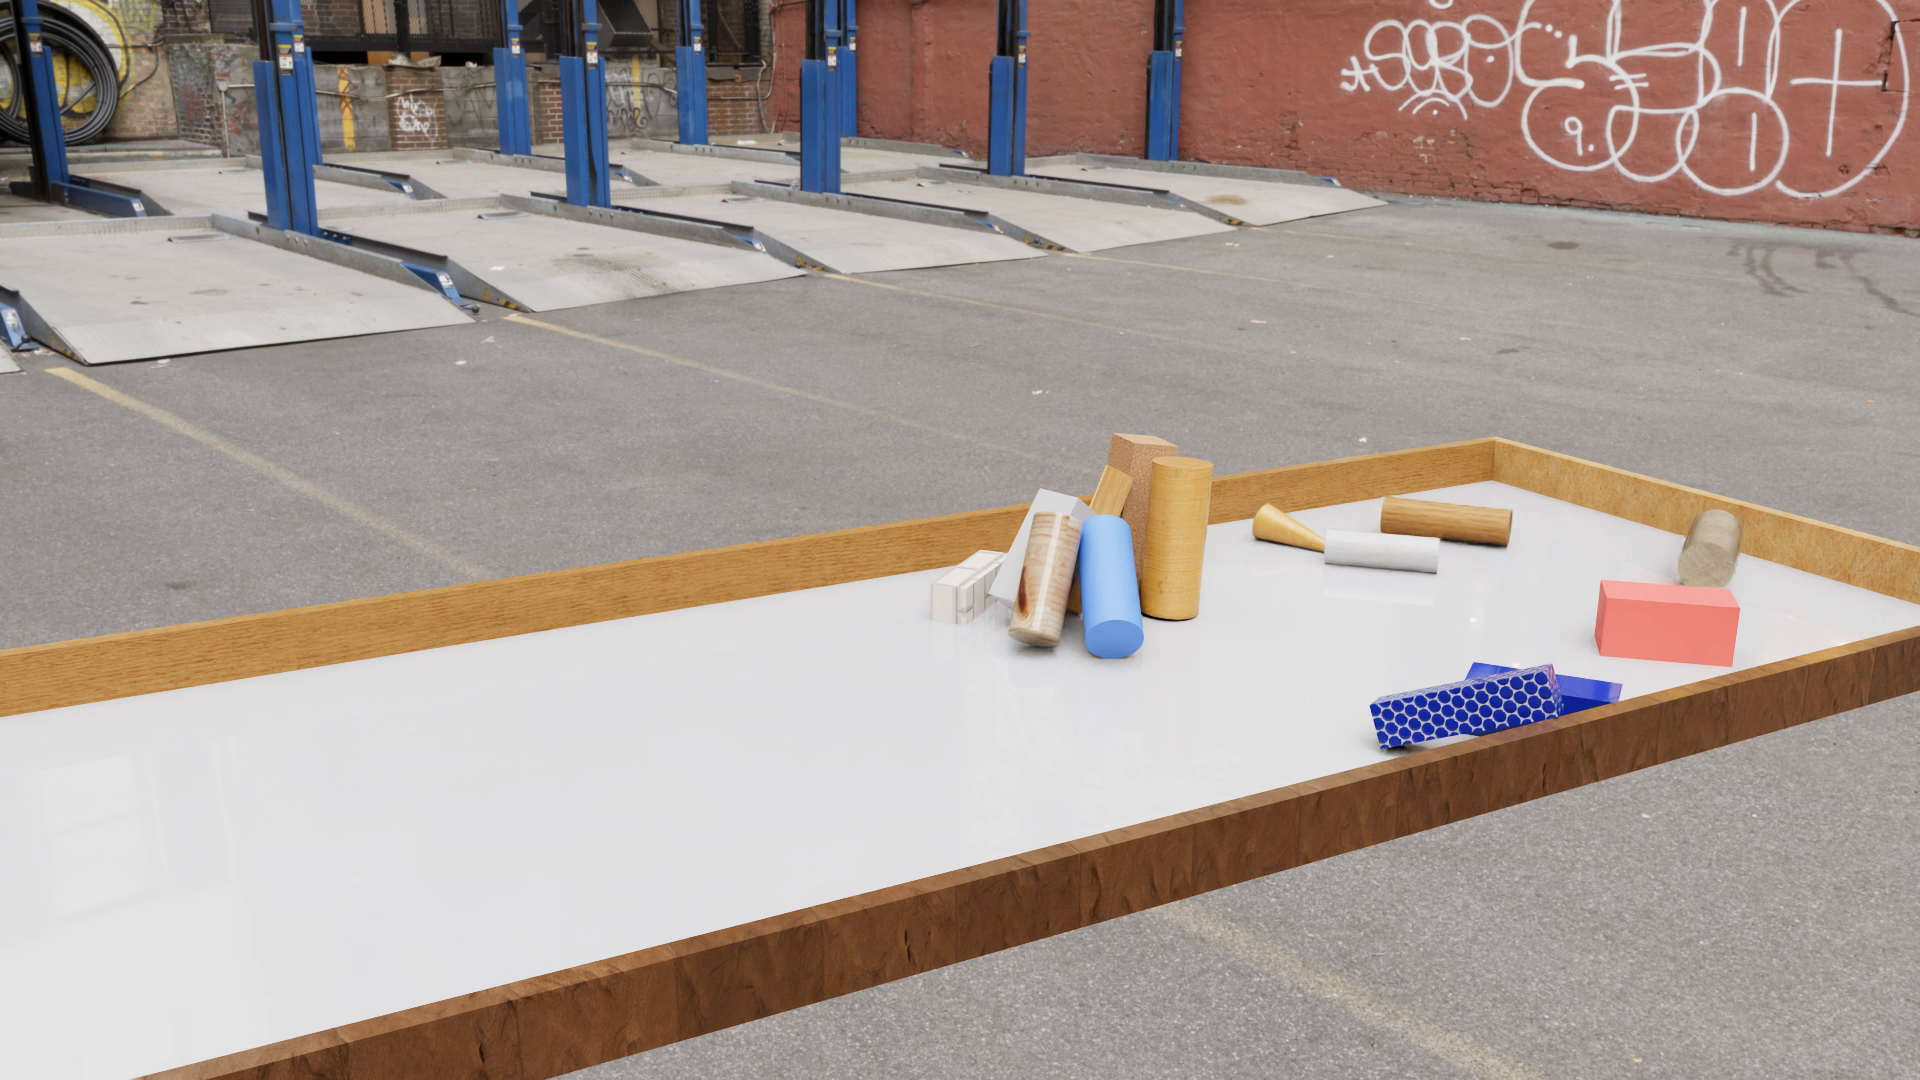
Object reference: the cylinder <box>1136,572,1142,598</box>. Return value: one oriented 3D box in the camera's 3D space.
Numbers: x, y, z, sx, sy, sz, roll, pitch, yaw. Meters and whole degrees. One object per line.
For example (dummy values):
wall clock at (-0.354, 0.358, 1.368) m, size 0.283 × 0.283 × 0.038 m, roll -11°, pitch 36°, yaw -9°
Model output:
cylinder at (0.449, 0.168, 4.604) m, size 0.101 × 0.101 × 0.312 m, roll 3°, pitch 17°, yaw 9°

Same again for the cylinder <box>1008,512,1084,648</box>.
cylinder at (0.228, 0.104, 4.376) m, size 0.137 × 0.335 × 0.137 m, roll 12°, pitch -16°, yaw 4°

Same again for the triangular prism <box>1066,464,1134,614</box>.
triangular prism at (0.365, -0.001, 4.695) m, size 0.094 × 0.423 × 0.081 m, roll 26°, pitch -11°, yaw -16°

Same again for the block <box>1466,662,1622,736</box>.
block at (1.337, 0.388, 3.799) m, size 0.331 × 0.132 × 0.132 m, roll 8°, pitch 18°, yaw 24°

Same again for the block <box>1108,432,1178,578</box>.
block at (0.508, -0.083, 4.843) m, size 0.143 × 0.432 × 0.143 m, roll 3°, pitch 14°, yaw -23°

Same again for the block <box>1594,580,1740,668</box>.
block at (1.852, 0.217, 4.333) m, size 0.319 × 0.161 × 0.161 m, roll 4°, pitch 17°, yaw 14°

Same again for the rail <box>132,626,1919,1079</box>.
rail at (-2.336, 1.006, 1.665) m, size 12.000 × 0.150 × 0.050 m, roll -9°, pitch 18°, yaw -27°

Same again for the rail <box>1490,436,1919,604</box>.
rail at (2.466, -0.048, 5.253) m, size 0.050 × 0.150 × 2.100 m, roll -9°, pitch 18°, yaw -27°

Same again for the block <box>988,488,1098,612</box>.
block at (0.242, 0.047, 4.573) m, size 0.145 × 0.331 × 0.145 m, roll 16°, pitch -15°, yaw 44°

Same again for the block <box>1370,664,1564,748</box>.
block at (1.121, 0.370, 3.658) m, size 0.389 × 0.102 × 0.102 m, roll -15°, pitch -1°, yaw 28°

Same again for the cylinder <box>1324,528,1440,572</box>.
cylinder at (1.293, 0.033, 5.055) m, size 0.335 × 0.106 × 0.106 m, roll 5°, pitch 17°, yaw 17°

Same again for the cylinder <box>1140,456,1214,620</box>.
cylinder at (0.602, -0.007, 4.602) m, size 0.168 × 0.427 × 0.168 m, roll 4°, pitch 14°, yaw -1°

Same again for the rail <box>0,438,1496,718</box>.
rail at (-3.305, 0.497, 3.399) m, size 12.000 × 0.150 × 0.050 m, roll -9°, pitch 18°, yaw -27°

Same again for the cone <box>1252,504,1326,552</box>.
cone at (1.107, -0.003, 5.259) m, size 0.340 × 0.120 × 0.120 m, roll 26°, pitch 29°, yaw 36°

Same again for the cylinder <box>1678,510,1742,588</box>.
cylinder at (2.273, 0.028, 4.993) m, size 0.150 × 0.150 × 0.410 m, roll 8°, pitch 18°, yaw 26°

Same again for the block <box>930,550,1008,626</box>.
block at (0.038, 0.132, 4.715) m, size 0.107 × 0.107 × 0.357 m, roll 7°, pitch 18°, yaw 22°

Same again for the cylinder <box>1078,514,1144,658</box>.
cylinder at (0.395, 0.121, 4.382) m, size 0.152 × 0.152 × 0.383 m, roll 0°, pitch 45°, yaw -1°

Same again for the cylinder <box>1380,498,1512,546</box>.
cylinder at (1.576, -0.060, 5.350) m, size 0.397 × 0.117 × 0.117 m, roll 7°, pitch 18°, yaw 23°
